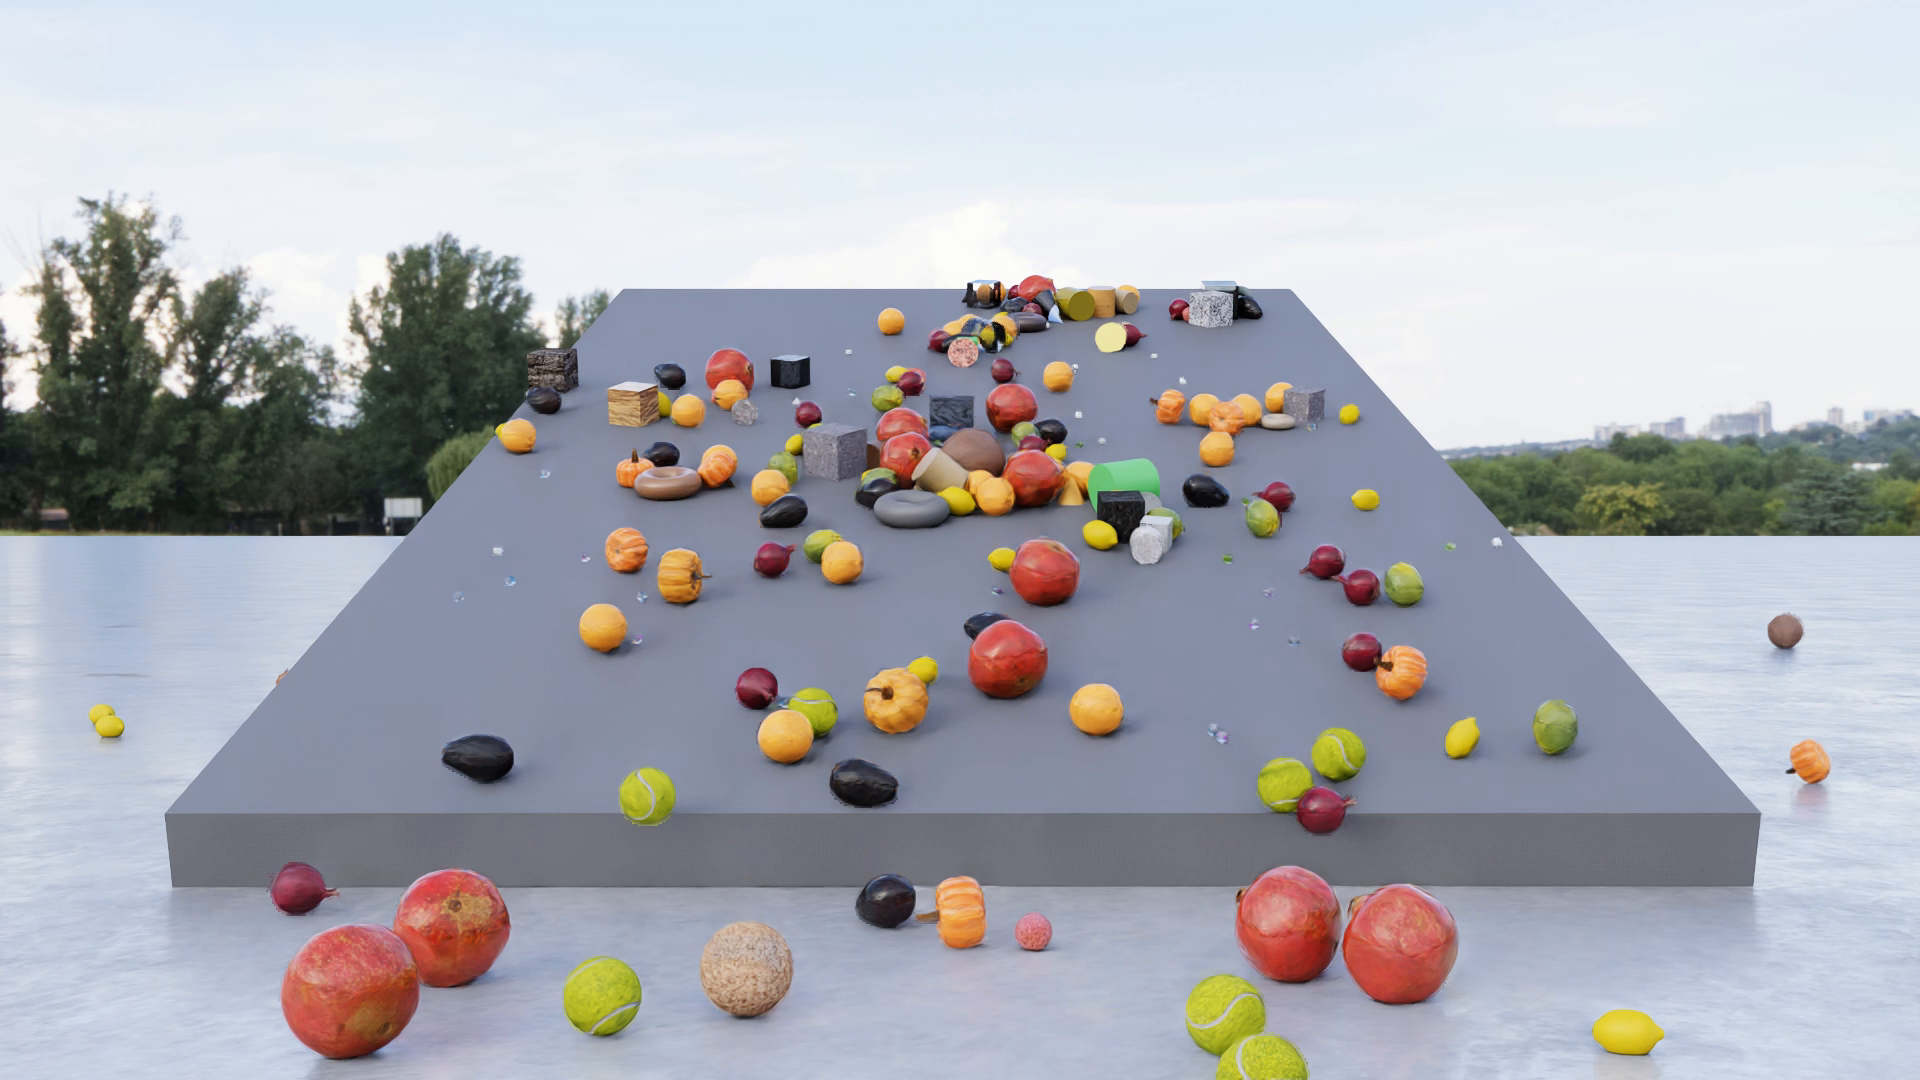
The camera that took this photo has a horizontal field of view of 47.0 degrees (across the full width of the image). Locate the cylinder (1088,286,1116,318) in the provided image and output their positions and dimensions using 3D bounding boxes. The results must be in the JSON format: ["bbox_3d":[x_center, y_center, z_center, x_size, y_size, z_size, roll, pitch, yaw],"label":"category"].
[{"bbox_3d":[0.395,-0.667,6.163,0.077,0.077,0.077,0,16,0],"label":"cylinder"}]

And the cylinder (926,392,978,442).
[{"bbox_3d":[-0.018,-0.261,4.707,0.093,0.093,0.093,-10,1,-6],"label":"cylinder"}]

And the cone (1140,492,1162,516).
[{"bbox_3d":[0.340,-0.055,4.108,0.059,0.059,0.059,0,-11,-12],"label":"cone"}]

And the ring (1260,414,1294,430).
[{"bbox_3d":[0.695,-0.259,4.828,0.076,0.025,0.076,-1,15,0],"label":"ring"}]

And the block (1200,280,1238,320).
[{"bbox_3d":[0.721,-0.667,6.134,0.094,0.094,0.094,0,16,0],"label":"block"}]

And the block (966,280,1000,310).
[{"bbox_3d":[0.068,-0.701,6.291,0.072,0.072,0.072,8,18,26],"label":"block"}]

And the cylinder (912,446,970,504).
[{"bbox_3d":[-0.037,-0.121,4.171,0.079,0.079,0.079,38,-11,-16],"label":"cylinder"}]

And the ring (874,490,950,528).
[{"bbox_3d":[-0.090,-0.057,4.081,0.141,0.047,0.141,1,16,0],"label":"ring"}]

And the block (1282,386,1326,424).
[{"bbox_3d":[0.765,-0.302,4.905,0.066,0.066,0.066,14,21,40],"label":"block"}]

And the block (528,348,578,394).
[{"bbox_3d":[-0.960,-0.401,5.204,0.089,0.089,0.089,3,16,11],"label":"block"}]

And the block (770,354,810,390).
[{"bbox_3d":[-0.403,-0.400,5.245,0.067,0.067,0.067,10,19,31],"label":"block"}]

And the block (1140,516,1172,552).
[{"bbox_3d":[0.347,-0.011,3.910,0.051,0.051,0.051,4,16,14],"label":"block"}]

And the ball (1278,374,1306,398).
[{"bbox_3d":[0.748,-0.343,4.958,0.062,0.062,0.062,0,0,0],"label":"ball"}]

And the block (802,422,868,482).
[{"bbox_3d":[-0.250,-0.178,4.420,0.091,0.091,0.091,12,20,36],"label":"block"}]

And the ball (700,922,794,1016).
[{"bbox_3d":[-0.198,0.399,2.052,0.087,0.087,0.087,0,0,0],"label":"ball"}]

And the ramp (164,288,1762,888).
[{"bbox_3d":[-0.002,-0.158,4.699,2.000,0.100,4.000,0,16,0],"label":"ramp"}]

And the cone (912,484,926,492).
[{"bbox_3d":[-0.080,-0.090,4.151,0.051,0.051,0.051,0,-41,9],"label":"cone"}]

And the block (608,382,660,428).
[{"bbox_3d":[-0.720,-0.300,4.866,0.080,0.080,0.080,7,17,22],"label":"block"}]

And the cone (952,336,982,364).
[{"bbox_3d":[0.011,-0.457,5.506,0.076,0.076,0.076,0,-30,-9],"label":"cone"}]

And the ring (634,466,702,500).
[{"bbox_3d":[-0.565,-0.110,4.269,0.131,0.044,0.131,-1,16,0],"label":"ring"}]

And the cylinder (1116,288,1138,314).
[{"bbox_3d":[0.456,-0.670,6.202,0.063,0.063,0.063,0,17,-42],"label":"cylinder"}]

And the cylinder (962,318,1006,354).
[{"bbox_3d":[0.060,-0.525,5.659,0.081,0.081,0.081,0,13,-37],"label":"cylinder"}]

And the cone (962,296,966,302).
[{"bbox_3d":[0.026,-0.701,6.374,0.059,0.059,0.059,-35,12,-17],"label":"cone"}]

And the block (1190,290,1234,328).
[{"bbox_3d":[0.687,-0.632,6.032,0.083,0.083,0.083,-10,19,-33],"label":"block"}]

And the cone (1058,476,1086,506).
[{"bbox_3d":[0.213,-0.098,4.210,0.054,0.054,0.054,0,16,0],"label":"cone"}]

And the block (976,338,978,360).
[{"bbox_3d":[0.019,-0.482,5.561,0.051,0.051,0.051,-1,16,-2],"label":"block"}]

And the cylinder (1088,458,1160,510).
[{"bbox_3d":[0.308,-0.100,4.137,0.098,0.098,0.098,-9,4,-28],"label":"cylinder"}]

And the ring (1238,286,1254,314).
[{"bbox_3d":[0.787,-0.674,6.187,0.079,0.079,0.026,0,18,28],"label":"ring"}]

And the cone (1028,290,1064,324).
[{"bbox_3d":[0.253,-0.623,6.074,0.095,0.095,0.095,44,25,29],"label":"cone"}]

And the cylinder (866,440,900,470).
[{"bbox_3d":[-0.163,-0.171,4.452,0.060,0.060,0.060,0,-1,39],"label":"cylinder"}]

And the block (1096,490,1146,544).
[{"bbox_3d":[0.289,-0.042,3.973,0.076,0.076,0.076,-1,16,-4],"label":"block"}]

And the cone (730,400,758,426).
[{"bbox_3d":[-0.481,-0.274,4.876,0.059,0.059,0.059,0,-11,-14],"label":"cone"}]

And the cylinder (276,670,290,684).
[{"bbox_3d":[-1.712,0.377,5.698,0.095,0.095,0.095,0,0,-7],"label":"cylinder"}]

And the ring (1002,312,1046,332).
[{"bbox_3d":[0.173,-0.588,5.953,0.122,0.041,0.122,1,15,0],"label":"ring"}]
